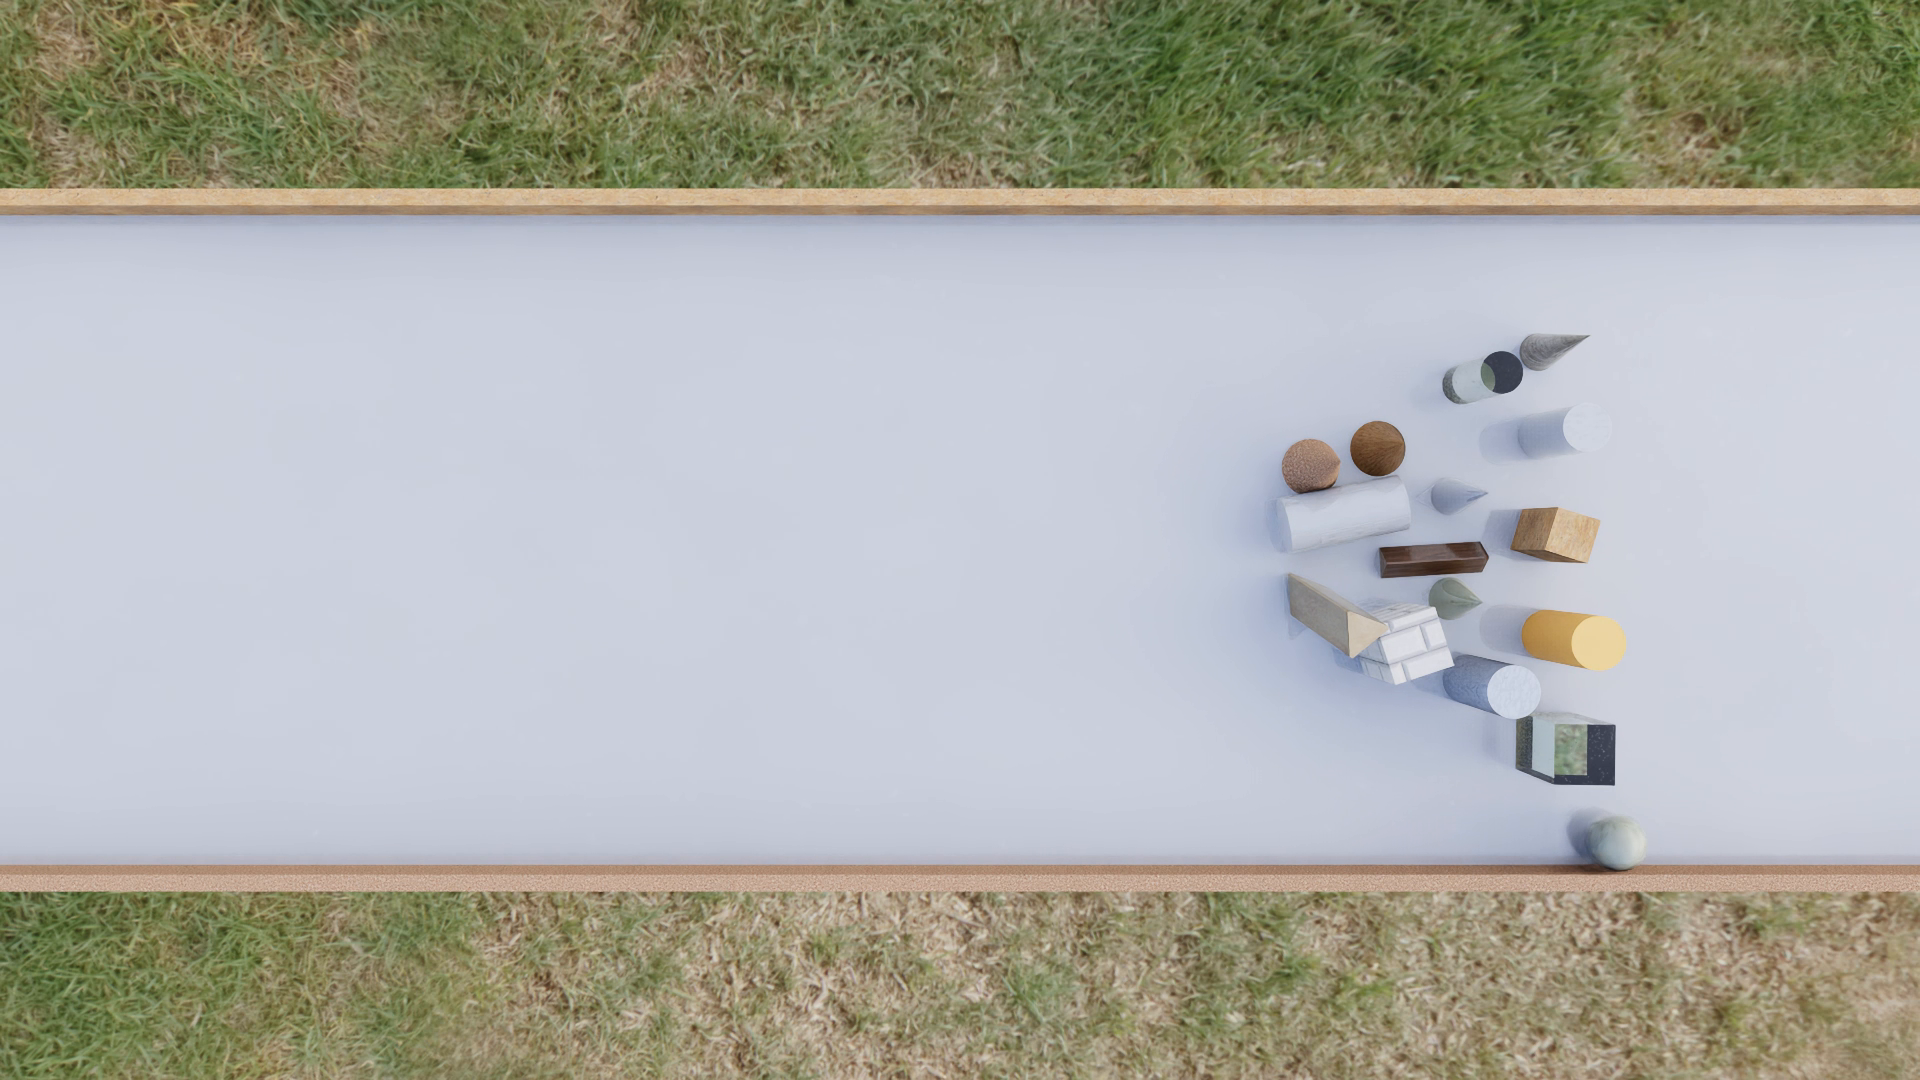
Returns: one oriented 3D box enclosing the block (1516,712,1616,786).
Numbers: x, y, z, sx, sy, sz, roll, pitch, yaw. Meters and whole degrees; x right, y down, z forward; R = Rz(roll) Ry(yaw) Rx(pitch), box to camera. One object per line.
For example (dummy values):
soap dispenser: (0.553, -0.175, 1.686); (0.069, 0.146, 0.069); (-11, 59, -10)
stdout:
block: (1.799, 0.618, 4.913); (0.176, 0.328, 0.176); (1, 90, 0)

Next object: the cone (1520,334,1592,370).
cone: (1.780, -0.578, 4.863); (0.116, 0.426, 0.116); (0, 90, 0)

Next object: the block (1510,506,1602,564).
block: (1.774, -0.014, 4.925); (0.130, 0.303, 0.130); (18, 90, 0)

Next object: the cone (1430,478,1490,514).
cone: (1.507, -0.135, 4.884); (0.115, 0.386, 0.115); (0, 90, 0)

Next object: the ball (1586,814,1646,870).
ball: (1.987, 0.917, 4.993); (0.167, 0.167, 0.167); (0, 90, 0)

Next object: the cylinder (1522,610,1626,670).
cylinder: (1.806, 0.292, 4.869); (0.156, 0.415, 0.156); (0, 90, 0)

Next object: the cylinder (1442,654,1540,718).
cylinder: (1.561, 0.429, 4.862); (0.152, 0.430, 0.152); (0, 90, 0)

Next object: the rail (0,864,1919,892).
rail: (-2.247, 1.025, 5.001); (12.000, 0.150, 0.050); (0, 90, 0)

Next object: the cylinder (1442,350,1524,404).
cylinder: (1.546, -0.478, 4.890); (0.123, 0.373, 0.123); (0, 90, 0)

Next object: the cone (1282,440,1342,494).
cone: (1.079, -0.223, 4.872); (0.177, 0.409, 0.177); (0, 90, 0)

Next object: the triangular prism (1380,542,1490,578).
triangular prism: (1.447, 0.061, 5.034); (0.311, 0.081, 0.093); (-3, 90, 0)

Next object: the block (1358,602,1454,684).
block: (1.302, 0.303, 4.896); (0.176, 0.361, 0.176); (-18, 90, 0)

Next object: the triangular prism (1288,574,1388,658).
triangular prism: (1.081, 0.195, 4.845); (0.137, 0.444, 0.119); (-38, 107, 0)

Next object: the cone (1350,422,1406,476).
cone: (1.286, -0.281, 4.926); (0.171, 0.301, 0.171); (0, 90, 0)

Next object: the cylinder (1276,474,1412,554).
cylinder: (1.158, -0.078, 4.991); (0.362, 0.172, 0.172); (-11, 90, 0)

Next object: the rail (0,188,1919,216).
rail: (-2.247, -1.025, 5.002); (12.000, 0.150, 0.050); (0, 90, 0)

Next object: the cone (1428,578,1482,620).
cone: (1.509, 0.180, 4.915); (0.133, 0.322, 0.133); (0, 90, 0)

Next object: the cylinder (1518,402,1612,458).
cylinder: (1.787, -0.321, 4.886); (0.140, 0.381, 0.140); (0, 90, 0)
